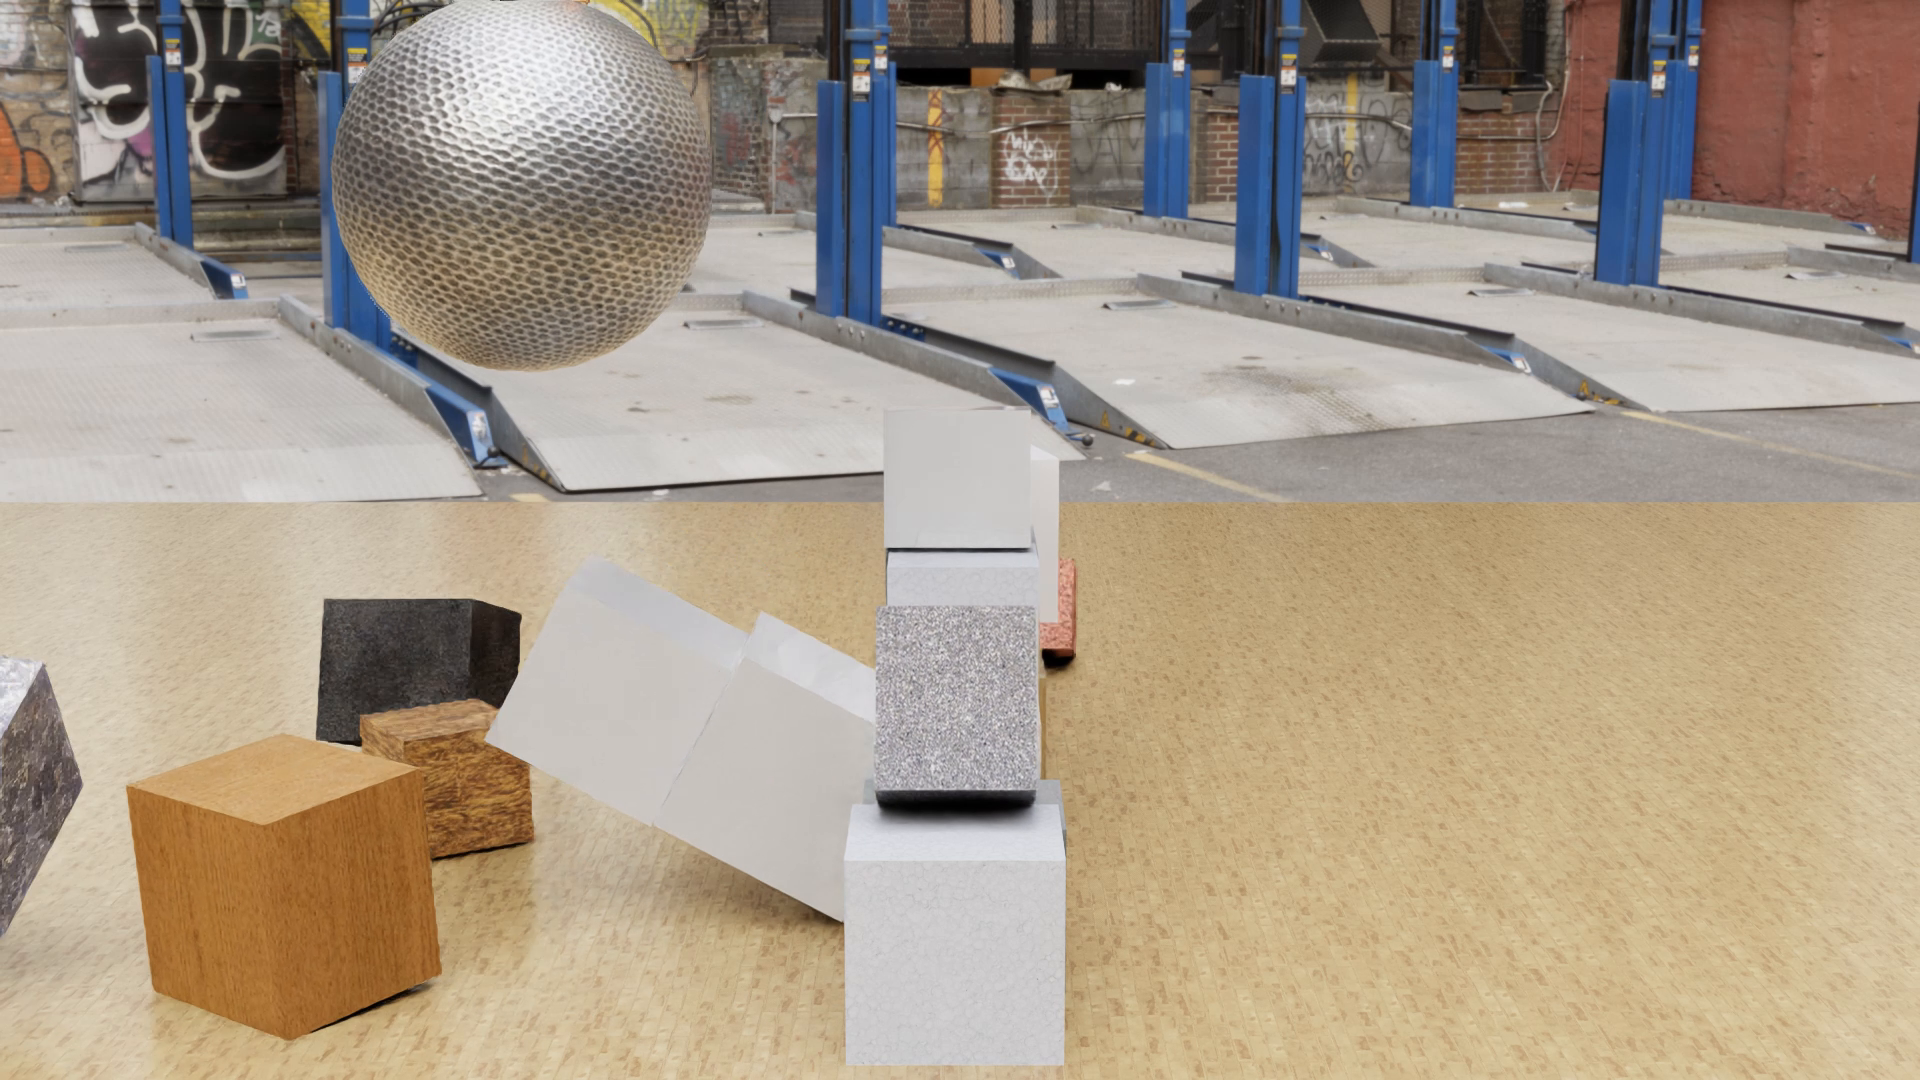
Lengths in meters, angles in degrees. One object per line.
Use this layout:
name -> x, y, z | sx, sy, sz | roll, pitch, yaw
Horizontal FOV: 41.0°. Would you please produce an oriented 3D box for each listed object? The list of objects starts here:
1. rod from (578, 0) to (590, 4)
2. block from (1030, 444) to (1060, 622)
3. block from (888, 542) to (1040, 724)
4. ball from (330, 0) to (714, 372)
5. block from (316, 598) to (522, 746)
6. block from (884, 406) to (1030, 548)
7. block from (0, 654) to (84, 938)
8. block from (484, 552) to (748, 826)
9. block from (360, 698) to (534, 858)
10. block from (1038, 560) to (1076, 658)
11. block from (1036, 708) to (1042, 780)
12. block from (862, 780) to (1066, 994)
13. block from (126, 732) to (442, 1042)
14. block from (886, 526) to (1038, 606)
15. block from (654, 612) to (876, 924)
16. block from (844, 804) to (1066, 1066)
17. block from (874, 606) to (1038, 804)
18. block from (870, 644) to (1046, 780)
rod -> -0.802, -4.696, 10.327 | 0.080, 5.200, 0.080 | 18, 10, -3
block -> 0.059, -0.043, 13.176 | 0.722, 0.834, 0.721 | -3, 11, -14
block -> 0.014, 0.417, 11.643 | 0.669, 0.711, 0.592 | 0, 10, 0
ball -> -1.851, -1.514, 10.905 | 1.600, 1.600, 1.600 | 0, 10, 0
block -> -2.771, 0.695, 13.181 | 0.806, 0.717, 0.644 | 0, -8, 12
block -> -0.004, -0.304, 11.950 | 0.664, 0.622, 0.728 | 0, 5, 1
block -> -3.975, 0.946, 9.917 | 0.745, 0.757, 0.769 | 9, 46, 5
block -> -1.452, 0.622, 10.975 | 0.778, 0.746, 0.786 | 28, 8, -5
block -> -2.387, 1.102, 11.912 | 0.579, 0.557, 0.652 | -7, 10, -29
block -> 0.420, 0.415, 15.402 | 0.529, 0.528, 0.524 | 1, -9, 5
block -> 0.013, 1.078, 11.814 | 0.695, 0.652, 0.710 | 0, 10, 0
block -> 0.009, 1.367, 10.203 | 0.796, 0.659, 0.710 | 0, 10, 0
block -> -2.592, 1.308, 9.861 | 0.848, 0.842, 0.725 | 8, 18, 38
block -> 0.007, 0.301, 12.302 | 0.707, 0.622, 0.726 | 0, 10, 0
block -> -0.641, 0.968, 10.962 | 0.971, 0.808, 0.906 | 28, 9, -5
block -> -0.018, 1.445, 9.485 | 0.784, 0.763, 0.710 | 0, 10, 0
block -> -0.015, 0.654, 9.796 | 0.596, 0.691, 0.638 | 0, -13, 0
block -> -0.017, 0.926, 12.535 | 0.842, 0.692, 0.746 | 0, 10, 0
